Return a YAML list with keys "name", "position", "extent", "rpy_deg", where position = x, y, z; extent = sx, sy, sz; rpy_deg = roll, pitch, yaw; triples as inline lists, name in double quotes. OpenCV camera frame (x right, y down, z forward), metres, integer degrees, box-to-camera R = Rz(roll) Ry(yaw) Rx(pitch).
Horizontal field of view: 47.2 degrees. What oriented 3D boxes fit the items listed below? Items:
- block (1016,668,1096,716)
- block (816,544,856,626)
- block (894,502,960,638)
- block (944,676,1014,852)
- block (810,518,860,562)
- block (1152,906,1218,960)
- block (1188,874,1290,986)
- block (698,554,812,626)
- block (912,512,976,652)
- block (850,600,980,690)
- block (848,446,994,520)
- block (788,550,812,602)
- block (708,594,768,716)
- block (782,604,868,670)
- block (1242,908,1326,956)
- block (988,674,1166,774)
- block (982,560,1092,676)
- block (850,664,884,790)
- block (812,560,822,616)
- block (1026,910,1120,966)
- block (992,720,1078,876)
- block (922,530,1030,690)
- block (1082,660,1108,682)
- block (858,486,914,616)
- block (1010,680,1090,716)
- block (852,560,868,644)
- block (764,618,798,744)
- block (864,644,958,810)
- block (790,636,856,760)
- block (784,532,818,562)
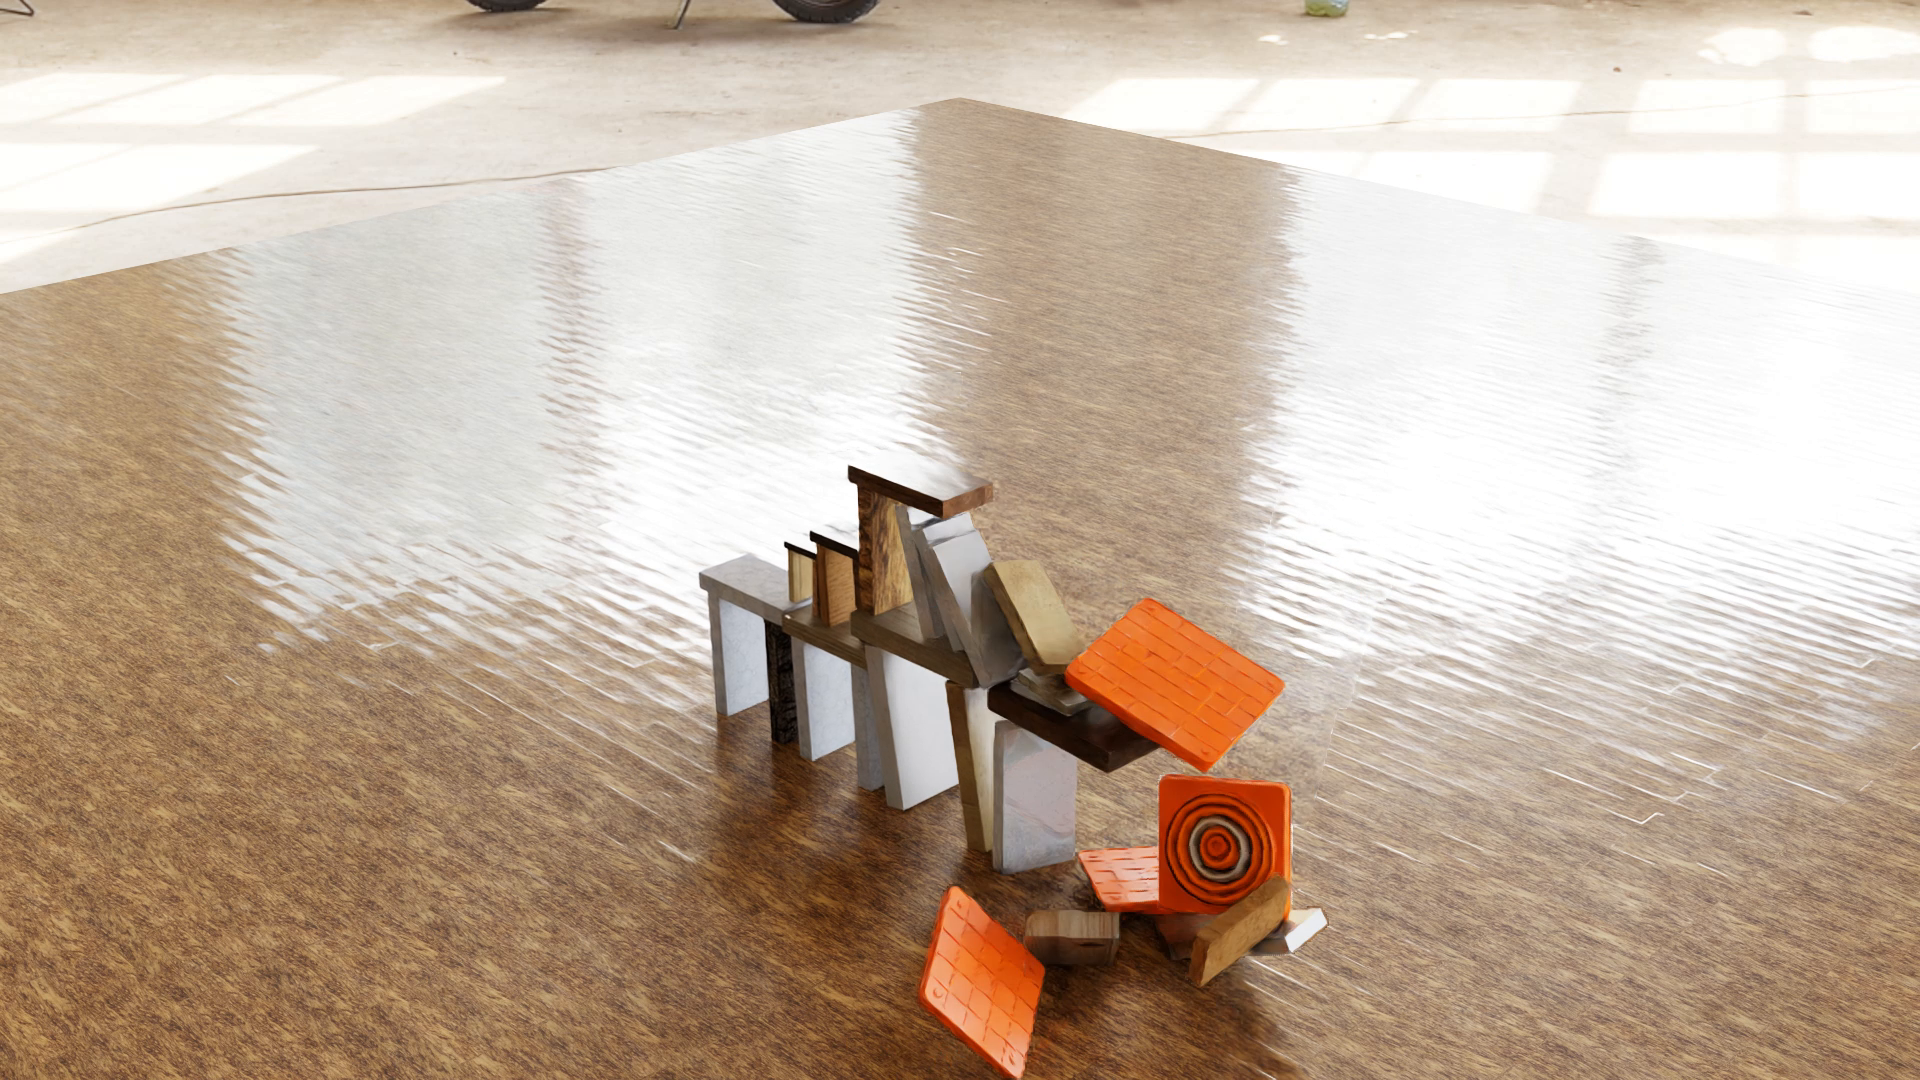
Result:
- name: "block"
  position: [0.179, 0.278, 4.103]
  extent: [0.070, 0.020, 0.139]
  rpy_deg: [-14, 35, -38]
- name: "block"
  position: [-0.249, 0.082, 4.534]
  extent: [0.088, 0.175, 0.025]
  rpy_deg: [-21, 27, -41]
- name: "block"
  position: [-0.039, 0.044, 4.291]
  extent: [0.134, 0.268, 0.038]
  rpy_deg: [-21, 13, -40]
- name: "block"
  position: [0.071, 0.418, 4.327]
  extent: [0.174, 0.347, 0.049]
  rpy_deg: [-21, 20, -41]
- name: "block"
  position: [-0.215, 0.002, 4.463]
  extent: [0.088, 0.025, 0.175]
  rpy_deg: [-21, 31, -41]
- name: "block"
  position: [0.415, 0.705, 3.947]
  extent: [0.107, 0.030, 0.213]
  rpy_deg: [-11, 3, -2]
- name: "block"
  position: [0.479, 0.669, 3.773]
  extent: [0.213, 0.107, 0.030]
  rpy_deg: [-28, 48, -35]
- name: "block"
  position: [-0.418, 0.107, 4.731]
  extent: [0.141, 0.040, 0.283]
  rpy_deg: [-21, 31, -41]
- name: "block"
  position: [0.002, 0.081, 4.250]
  extent: [0.122, 0.244, 0.035]
  rpy_deg: [-21, 2, -40]
- name: "block"
  position: [-0.036, 0.192, 4.348]
  extent: [0.174, 0.049, 0.347]
  rpy_deg: [-21, 31, -40]
- name: "block"
  position: [-0.078, -0.112, 4.266]
  extent: [0.134, 0.038, 0.268]
  rpy_deg: [-21, 31, -40]
- name: "block"
  position: [-0.333, 0.067, 4.622]
  extent: [0.059, 0.118, 0.017]
  rpy_deg: [-21, 31, -41]
- name: "block"
  position: [-0.480, 0.232, 4.852]
  extent: [0.141, 0.283, 0.040]
  rpy_deg: [-21, 29, -41]
- name: "block"
  position: [-0.226, 0.193, 4.549]
  extent: [0.274, 0.039, 0.137]
  rpy_deg: [21, 31, 41]
- name: "block"
  position: [0.539, 0.701, 3.923]
  extent: [0.107, 0.030, 0.213]
  rpy_deg: [-28, 7, -39]
- name: "block"
  position: [0.216, 0.332, 4.126]
  extent: [0.156, 0.044, 0.311]
  rpy_deg: [-20, 33, -40]
- name: "block"
  position: [0.147, 0.146, 4.173]
  extent: [0.122, 0.035, 0.244]
  rpy_deg: [0, 51, -40]
- name: "block"
  position: [-0.155, 0.366, 4.545]
  extent: [0.137, 0.275, 0.039]
  rpy_deg: [-21, 27, -41]
- name: "block"
  position: [-0.280, 0.092, 4.574]
  extent: [0.059, 0.127, 0.017]
  rpy_deg: [-21, 33, -41]
- name: "block"
  position: [0.193, 0.692, 3.820]
  extent: [0.156, 0.044, 0.311]
  rpy_deg: [1, -19, 2]
- name: "block"
  position: [0.144, 0.483, 4.220]
  extent: [0.156, 0.311, 0.044]
  rpy_deg: [-9, 24, -23]
- name: "block"
  position: [0.039, 0.132, 4.197]
  extent: [0.122, 0.285, 0.035]
  rpy_deg: [-20, -5, -41]
- name: "block"
  position: [0.208, 0.232, 4.218]
  extent: [0.140, 0.020, 0.070]
  rpy_deg: [18, 12, -31]
- name: "block"
  position: [-0.139, 0.004, 4.383]
  extent: [0.134, 0.268, 0.038]
  rpy_deg: [-21, 30, -41]
- name: "block"
  position: [0.172, 0.287, 4.142]
  extent: [0.139, 0.020, 0.070]
  rpy_deg: [22, 31, 36]
- name: "block"
  position: [-0.172, 0.112, 4.462]
  extent: [0.088, 0.176, 0.025]
  rpy_deg: [-21, 26, -40]
- name: "block"
  position: [-0.346, 0.284, 4.728]
  extent: [0.141, 0.283, 0.040]
  rpy_deg: [-21, 29, -41]
- name: "block"
  position: [-0.091, 0.354, 4.476]
  extent: [0.174, 0.347, 0.049]
  rpy_deg: [-21, 21, -41]
- name: "block"
  position: [-0.284, 0.315, 4.664]
  extent: [0.137, 0.275, 0.039]
  rpy_deg: [-21, 27, -41]
- name: "block"
  position: [-0.306, 0.015, 4.570]
  extent: [0.118, 0.017, 0.059]
  rpy_deg: [20, 30, 41]
